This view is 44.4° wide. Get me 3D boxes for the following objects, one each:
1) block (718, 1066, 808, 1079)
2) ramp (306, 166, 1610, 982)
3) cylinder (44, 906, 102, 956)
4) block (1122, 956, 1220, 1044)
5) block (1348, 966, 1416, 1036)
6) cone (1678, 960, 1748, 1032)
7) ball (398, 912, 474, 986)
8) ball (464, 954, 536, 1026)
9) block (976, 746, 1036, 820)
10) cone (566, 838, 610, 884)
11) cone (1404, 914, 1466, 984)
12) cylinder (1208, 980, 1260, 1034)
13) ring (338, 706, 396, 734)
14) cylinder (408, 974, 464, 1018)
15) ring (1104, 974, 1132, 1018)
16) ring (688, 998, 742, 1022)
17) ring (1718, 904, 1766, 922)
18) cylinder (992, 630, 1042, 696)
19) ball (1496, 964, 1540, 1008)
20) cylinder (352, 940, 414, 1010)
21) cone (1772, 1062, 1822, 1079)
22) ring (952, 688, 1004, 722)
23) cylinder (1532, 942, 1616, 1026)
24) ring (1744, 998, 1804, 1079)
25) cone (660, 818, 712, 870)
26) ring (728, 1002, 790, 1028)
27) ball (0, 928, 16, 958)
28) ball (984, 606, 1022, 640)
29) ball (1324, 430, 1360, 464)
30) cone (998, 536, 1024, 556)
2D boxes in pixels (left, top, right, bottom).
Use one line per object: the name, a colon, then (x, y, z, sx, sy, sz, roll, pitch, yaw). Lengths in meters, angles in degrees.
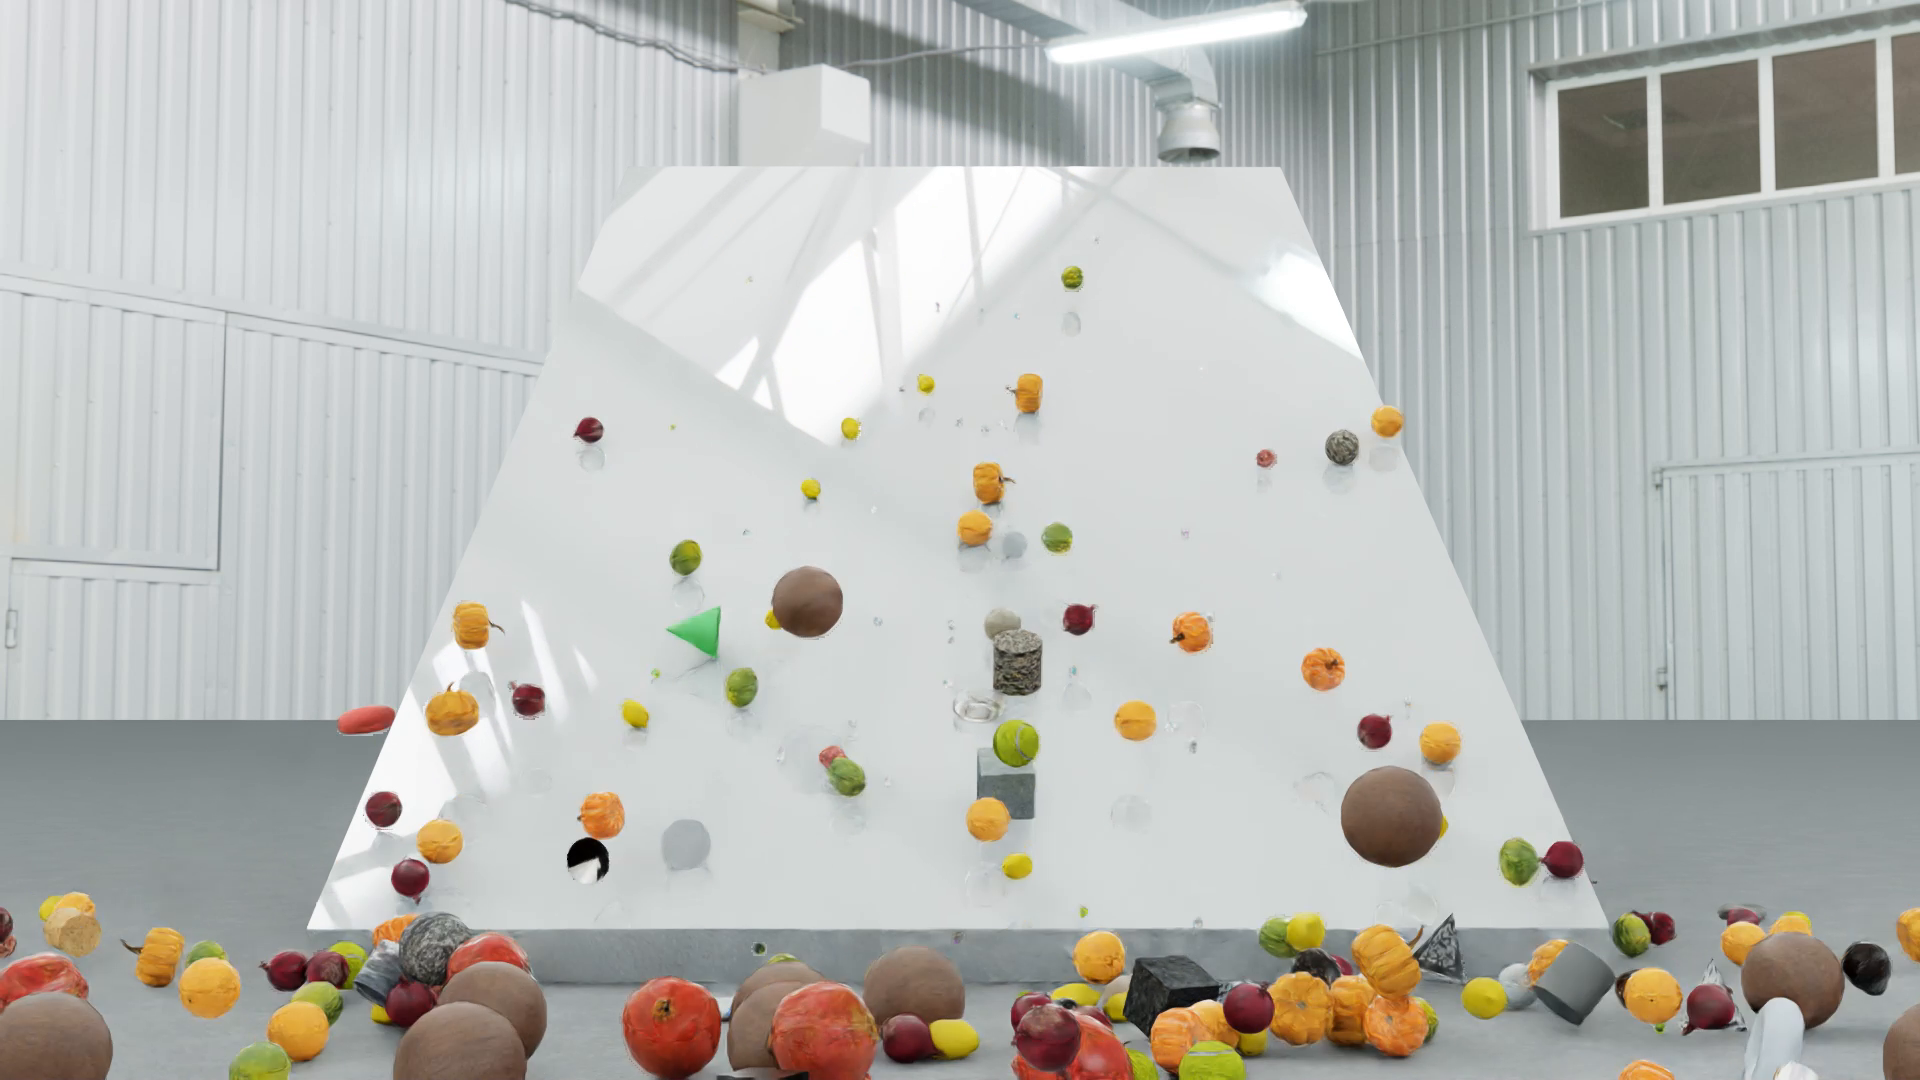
block: (-0.193, 0.555, 2.305, 0.064, 0.064, 0.064, -2, -5, 28)
ramp: (-0.010, -0.229, 5.431, 2.000, 0.100, 4.000, 0, 26, 0)
cylinder: (-1.481, 0.654, 3.926, 0.071, 0.071, 0.071, 4, 1, -42)
block: (0.269, 0.586, 3.000, 0.079, 0.079, 0.079, 3, 19, -31)
block: (0.552, 0.602, 3.079, 0.059, 0.059, 0.059, -12, 21, -36)
cone: (0.999, 0.602, 3.123, 0.091, 0.091, 0.091, 0, -4, 0)
ball: (-0.677, 0.527, 3.038, 0.095, 0.095, 0.095, 0, -4, 0)
ball: (-0.614, 0.602, 3.141, 0.094, 0.094, 0.094, 0, -4, 0)
block: (0.076, 0.403, 3.906, 0.088, 0.088, 0.088, -2, 26, -5)
cone: (-0.579, 0.508, 3.751, 0.072, 0.072, 0.072, -1, -2, 12)
cone: (0.703, 0.586, 3.418, 0.092, 0.092, 0.092, 19, -9, 3)
cylinder: (0.344, 0.607, 3.058, 0.069, 0.069, 0.069, 2, -5, -16)
ring: (-1.177, 0.357, 4.673, 0.114, 0.038, 0.114, -12, -13, -3)
cylinder: (-0.707, 0.597, 3.172, 0.071, 0.071, 0.071, 1, -35, -15)
ring: (0.272, 0.632, 3.260, 0.148, 0.049, 0.148, -1, -1, 0)
ring: (-0.331, 0.639, 3.202, 0.081, 0.027, 0.081, 0, -4, 0)
ring: (1.577, 0.752, 4.747, 0.093, 0.031, 0.093, 0, -5, 0)
cylinder: (0.104, 0.223, 4.279, 0.089, 0.089, 0.089, 0, 26, 0)
ball: (0.792, 0.632, 3.335, 0.061, 0.061, 0.061, 0, -4, 0)
cylinder: (-0.748, 0.569, 3.076, 0.066, 0.066, 0.066, 23, -30, 14)
cone: (0.824, 0.573, 2.368, 0.074, 0.074, 0.074, 2, -29, -24)
ring: (0.033, 0.294, 4.199, 0.095, 0.032, 0.095, 0, 25, 0)
cylinder: (0.816, 0.589, 3.124, 0.077, 0.077, 0.077, 41, -13, 11)
ring: (0.839, 0.530, 2.429, 0.039, 0.117, 0.117, 14, -1, 11)
cone: (-0.449, 0.486, 3.790, 0.082, 0.082, 0.082, 1, -2, -17)
ring: (-0.269, 0.635, 3.150, 0.084, 0.028, 0.084, 1, -3, 0)
ball: (-1.633, 0.687, 4.003, 0.050, 0.050, 0.050, 0, -4, 0)
ball: (0.081, 0.161, 4.427, 0.072, 0.072, 0.072, 0, -4, 0)
ball: (0.842, -0.204, 5.183, 0.076, 0.076, 0.076, 0, -4, 0)
cone: (0.108, 0.009, 4.797, 0.054, 0.054, 0.054, -1, 20, 9)
